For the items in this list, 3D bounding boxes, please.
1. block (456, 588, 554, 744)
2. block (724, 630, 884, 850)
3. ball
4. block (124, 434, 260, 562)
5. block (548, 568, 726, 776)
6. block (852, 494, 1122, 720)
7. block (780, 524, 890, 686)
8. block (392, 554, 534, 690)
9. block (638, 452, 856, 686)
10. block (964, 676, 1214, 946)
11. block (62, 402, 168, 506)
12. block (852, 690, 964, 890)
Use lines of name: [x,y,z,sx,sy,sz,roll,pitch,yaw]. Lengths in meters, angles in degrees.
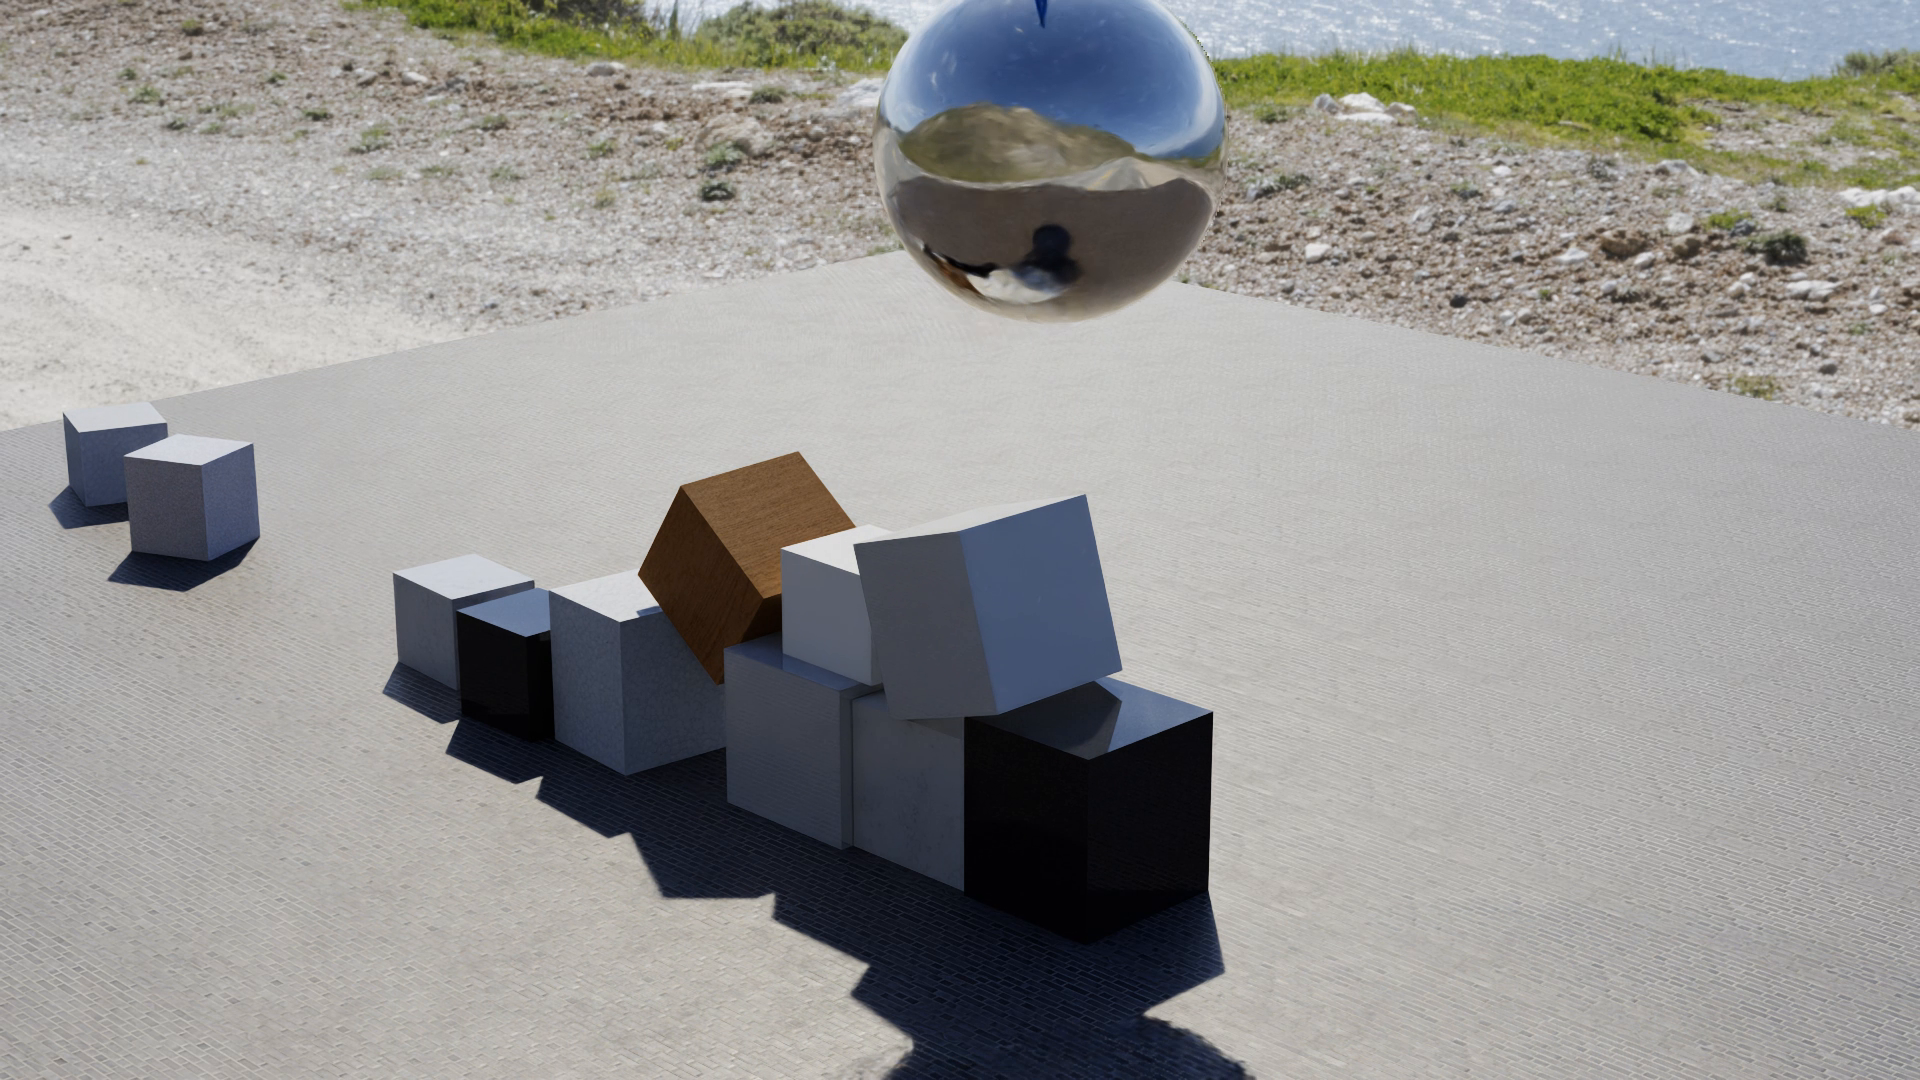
block: [-2.223,0.647,15.327,0.593,0.576,0.535,17,24,42]
block: [-0.528,0.891,14.185,0.889,0.794,0.819,-17,24,-42]
ball: [0.405,-1.774,13.209,1.600,1.600,1.600,0,17,0]
block: [-4.758,-0.269,18.182,0.567,0.610,0.545,7,19,20]
block: [-1.585,0.641,14.955,0.756,0.810,0.648,-14,22,-38]
block: [0.128,0.305,13.279,0.808,0.822,0.712,-16,7,-42]
block: [-0.426,0.300,13.869,0.557,0.524,0.632,-16,23,-41]
block: [-2.710,0.443,16.074,0.519,0.517,0.615,-14,22,-38]
block: [-0.997,0.134,14.485,0.745,0.685,0.737,-18,61,-40]
block: [0.573,1.183,13.136,0.746,0.866,0.822,17,24,42]
block: [-5.551,-0.570,19.322,0.561,0.502,0.587,-8,19,-25]
block: [0.014,1.093,13.648,0.746,0.730,0.701,17,24,42]
